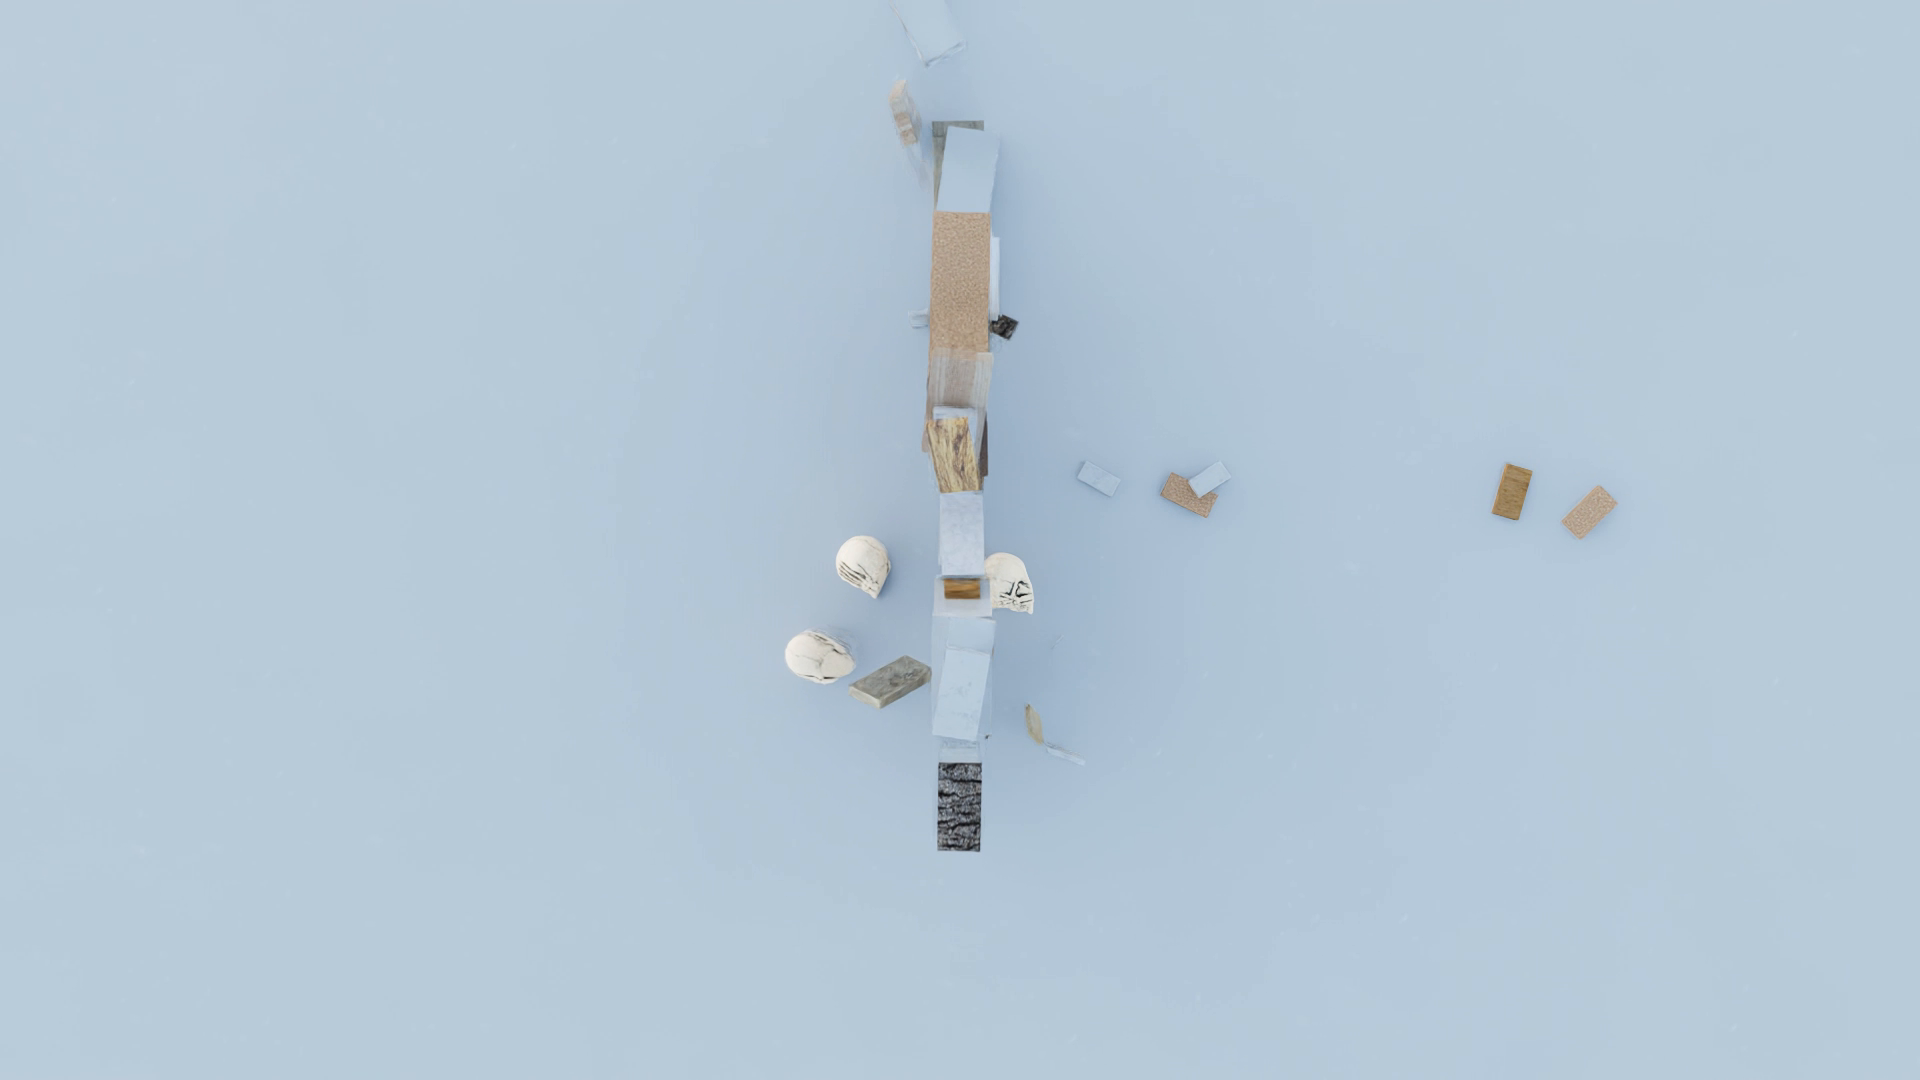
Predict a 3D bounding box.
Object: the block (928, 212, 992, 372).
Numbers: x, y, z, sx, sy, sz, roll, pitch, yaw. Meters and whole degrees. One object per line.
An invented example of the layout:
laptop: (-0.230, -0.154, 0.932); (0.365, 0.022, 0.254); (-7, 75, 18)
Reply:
block: (-0.002, -0.704, 5.021); (0.177, 0.050, 0.579); (2, 91, 2)

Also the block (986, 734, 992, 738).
block: (0.006, 0.443, 4.972); (0.174, 0.348, 0.049); (1, 134, 0)

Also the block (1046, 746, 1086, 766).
block: (0.351, 0.714, 5.467); (0.130, 0.065, 0.018); (19, 88, 0)

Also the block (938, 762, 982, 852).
block: (-0.001, 0.729, 4.505); (0.119, 0.034, 0.238); (1, 90, 0)

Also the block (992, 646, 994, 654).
block: (0.021, 0.353, 5.331); (0.169, 0.338, 0.048); (-12, 90, 0)

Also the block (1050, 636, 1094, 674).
block: (0.374, 0.383, 5.491); (0.130, 0.018, 0.065); (37, 90, 0)

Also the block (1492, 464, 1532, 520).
block: (1.837, -0.159, 5.488); (0.086, 0.024, 0.171); (16, 90, 0)

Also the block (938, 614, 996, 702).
block: (0.019, 0.350, 4.729); (0.130, 0.037, 0.259); (9, 99, -2)

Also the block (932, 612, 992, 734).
block: (0.005, 0.387, 4.778); (0.174, 0.049, 0.348); (1, 99, 0)

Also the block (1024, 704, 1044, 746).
block: (0.244, 0.608, 5.429); (0.018, 0.130, 0.065); (-31, 121, 18)

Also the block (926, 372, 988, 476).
block: (-0.005, -0.349, 5.024); (0.177, 0.050, 0.355); (1, 132, 3)

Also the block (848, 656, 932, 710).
block: (-0.218, 0.460, 5.347); (0.126, 0.298, 0.036); (23, 118, 29)

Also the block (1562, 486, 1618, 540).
block: (2.095, -0.092, 5.488); (0.171, 0.024, 0.086); (-44, 90, 0)

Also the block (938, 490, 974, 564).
block: (-0.010, -0.067, 5.207); (0.107, 0.030, 0.297); (1, 72, 0)

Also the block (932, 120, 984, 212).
block: (-0.001, -1.095, 5.476); (0.171, 0.048, 0.583); (-1, 90, 0)

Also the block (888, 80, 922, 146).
block: (-0.175, -1.382, 5.329); (0.043, 0.303, 0.152); (-16, 114, 10)

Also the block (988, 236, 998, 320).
block: (0.050, -0.852, 5.360); (0.152, 0.043, 0.303); (1, 62, -1)

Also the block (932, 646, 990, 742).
block: (0.004, 0.439, 4.706); (0.126, 0.036, 0.252); (9, 99, -2)

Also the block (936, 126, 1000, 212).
block: (0.022, -1.176, 5.428); (0.171, 0.048, 0.341); (8, 90, 0)

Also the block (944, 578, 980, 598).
block: (0.006, 0.116, 5.140); (0.107, 0.213, 0.030); (0, 118, 0)

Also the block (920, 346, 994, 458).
block: (-0.010, -0.406, 4.906); (0.177, 0.050, 0.355); (7, 132, -2)

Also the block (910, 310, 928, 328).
block: (-0.137, -0.731, 5.439); (0.059, 0.119, 0.017); (-7, 80, -2)

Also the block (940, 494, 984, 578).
block: (0.008, -0.012, 5.122); (0.130, 0.037, 0.259); (-1, 72, 0)

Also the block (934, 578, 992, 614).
block: (0.007, 0.216, 5.019); (0.174, 0.478, 0.049); (0, 107, 0)

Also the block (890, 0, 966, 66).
block: (-0.121, -1.751, 5.479); (0.152, 0.043, 0.303); (-30, 90, 0)

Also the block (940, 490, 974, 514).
block: (-0.002, -0.047, 5.169); (0.107, 0.030, 0.213); (-6, 72, -2)

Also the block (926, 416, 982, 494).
block: (-0.018, -0.253, 4.931); (0.126, 0.036, 0.252); (-5, 131, 8)

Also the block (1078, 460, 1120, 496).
block: (0.462, -0.204, 5.491); (0.131, 0.018, 0.065); (29, 90, 0)

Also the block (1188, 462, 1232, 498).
block: (0.828, -0.201, 5.474); (0.131, 0.018, 0.065); (-33, 83, -12)

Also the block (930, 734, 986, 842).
block: (-0.006, 0.716, 4.783); (0.154, 0.044, 0.308); (1, 91, 0)

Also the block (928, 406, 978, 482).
block: (-0.021, -0.283, 4.954); (0.130, 0.037, 0.259); (4, 132, 0)

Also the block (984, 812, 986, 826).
block: (-0.004, 0.792, 5.153); (0.154, 0.693, 0.044); (0, 94, 0)

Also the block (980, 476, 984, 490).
block: (0.008, -0.314, 5.220); (0.139, 0.039, 0.347); (3, 125, 2)

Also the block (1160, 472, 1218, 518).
block: (0.763, -0.149, 5.488); (0.171, 0.024, 0.086); (26, 90, 0)

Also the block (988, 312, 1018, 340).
block: (0.081, -0.717, 5.335); (0.202, 0.018, 0.065); (24, 71, 7)

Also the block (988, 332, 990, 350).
block: (0.011, -0.724, 5.373); (0.171, 0.048, 0.341); (2, 71, 0)
